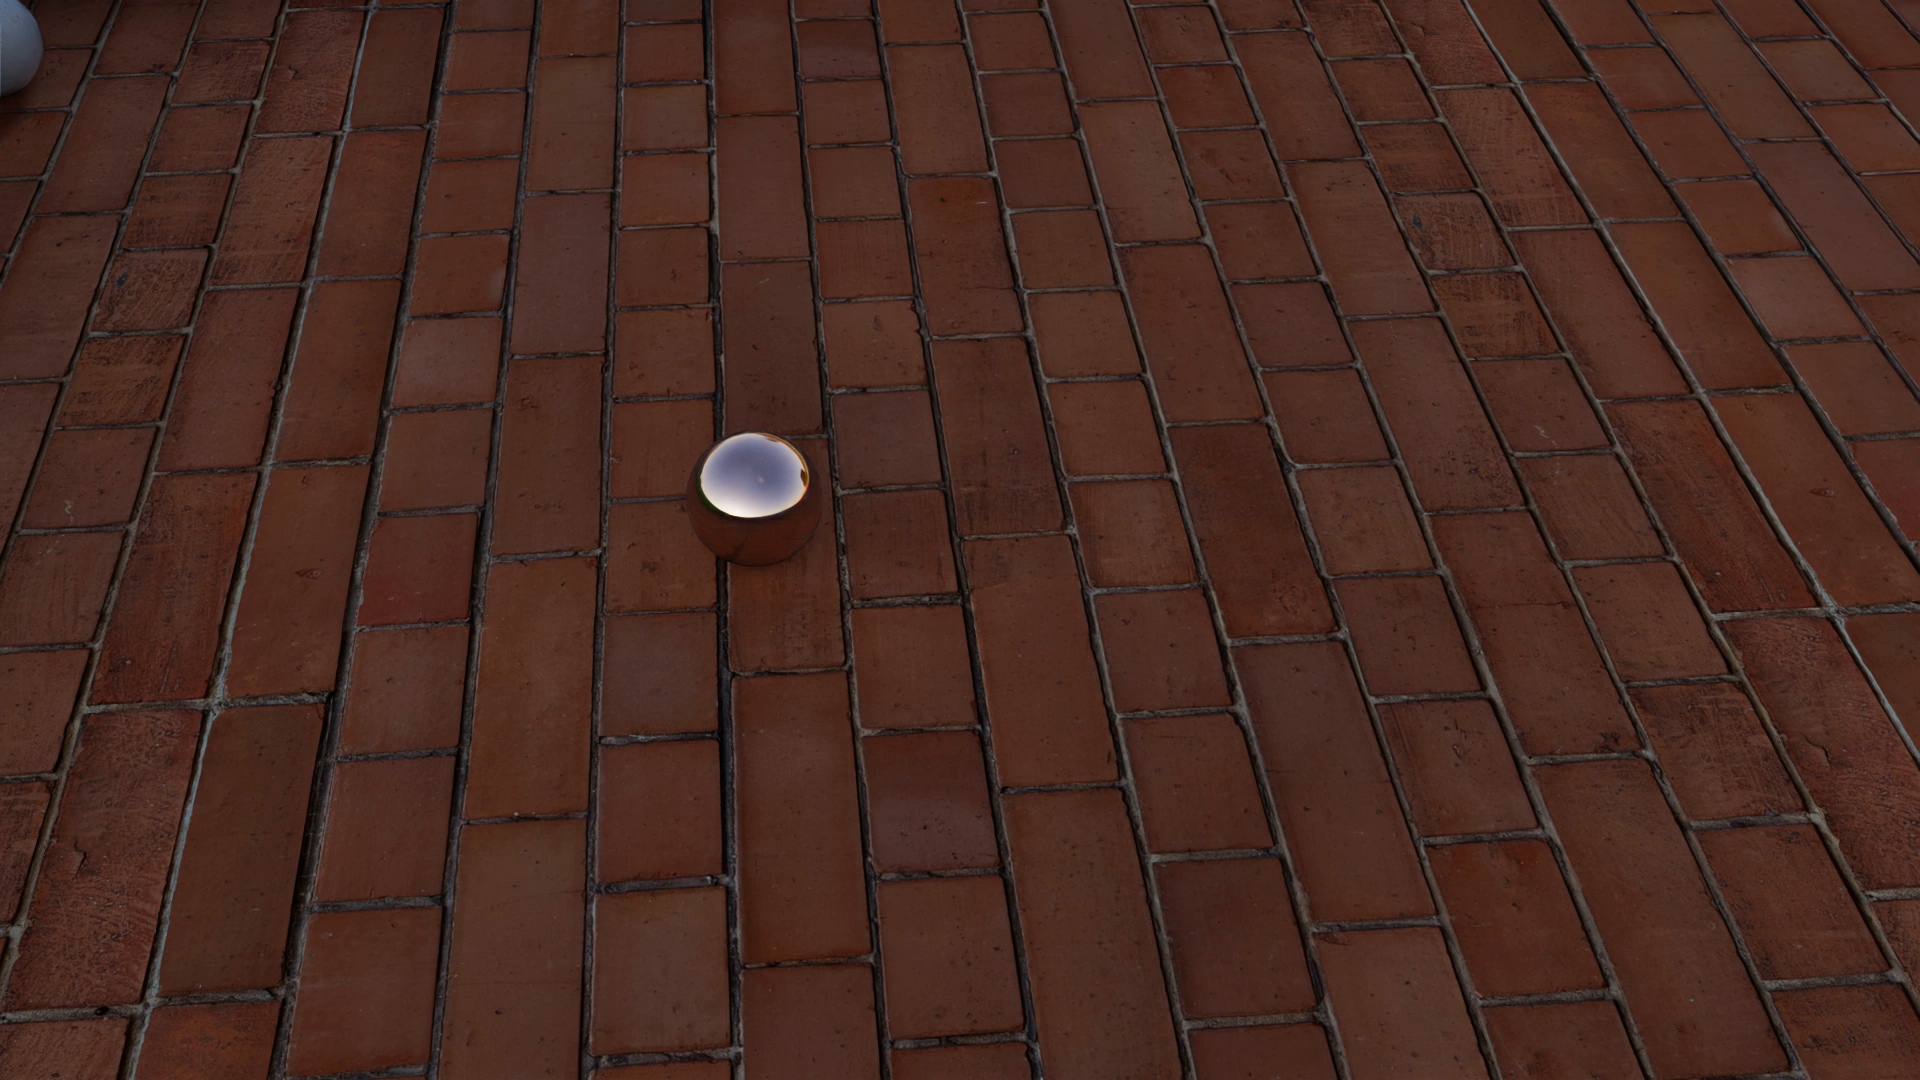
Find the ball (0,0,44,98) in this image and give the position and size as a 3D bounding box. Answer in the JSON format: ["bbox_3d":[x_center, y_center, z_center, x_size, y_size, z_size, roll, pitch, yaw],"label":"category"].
[{"bbox_3d":[-0.826,-0.421,2.177,0.092,0.092,0.092,0,36,0],"label":"ball"}]

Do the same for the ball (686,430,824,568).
[{"bbox_3d":[-0.131,-0.027,1.637,0.088,0.088,0.088,0,36,0],"label":"ball"}]
